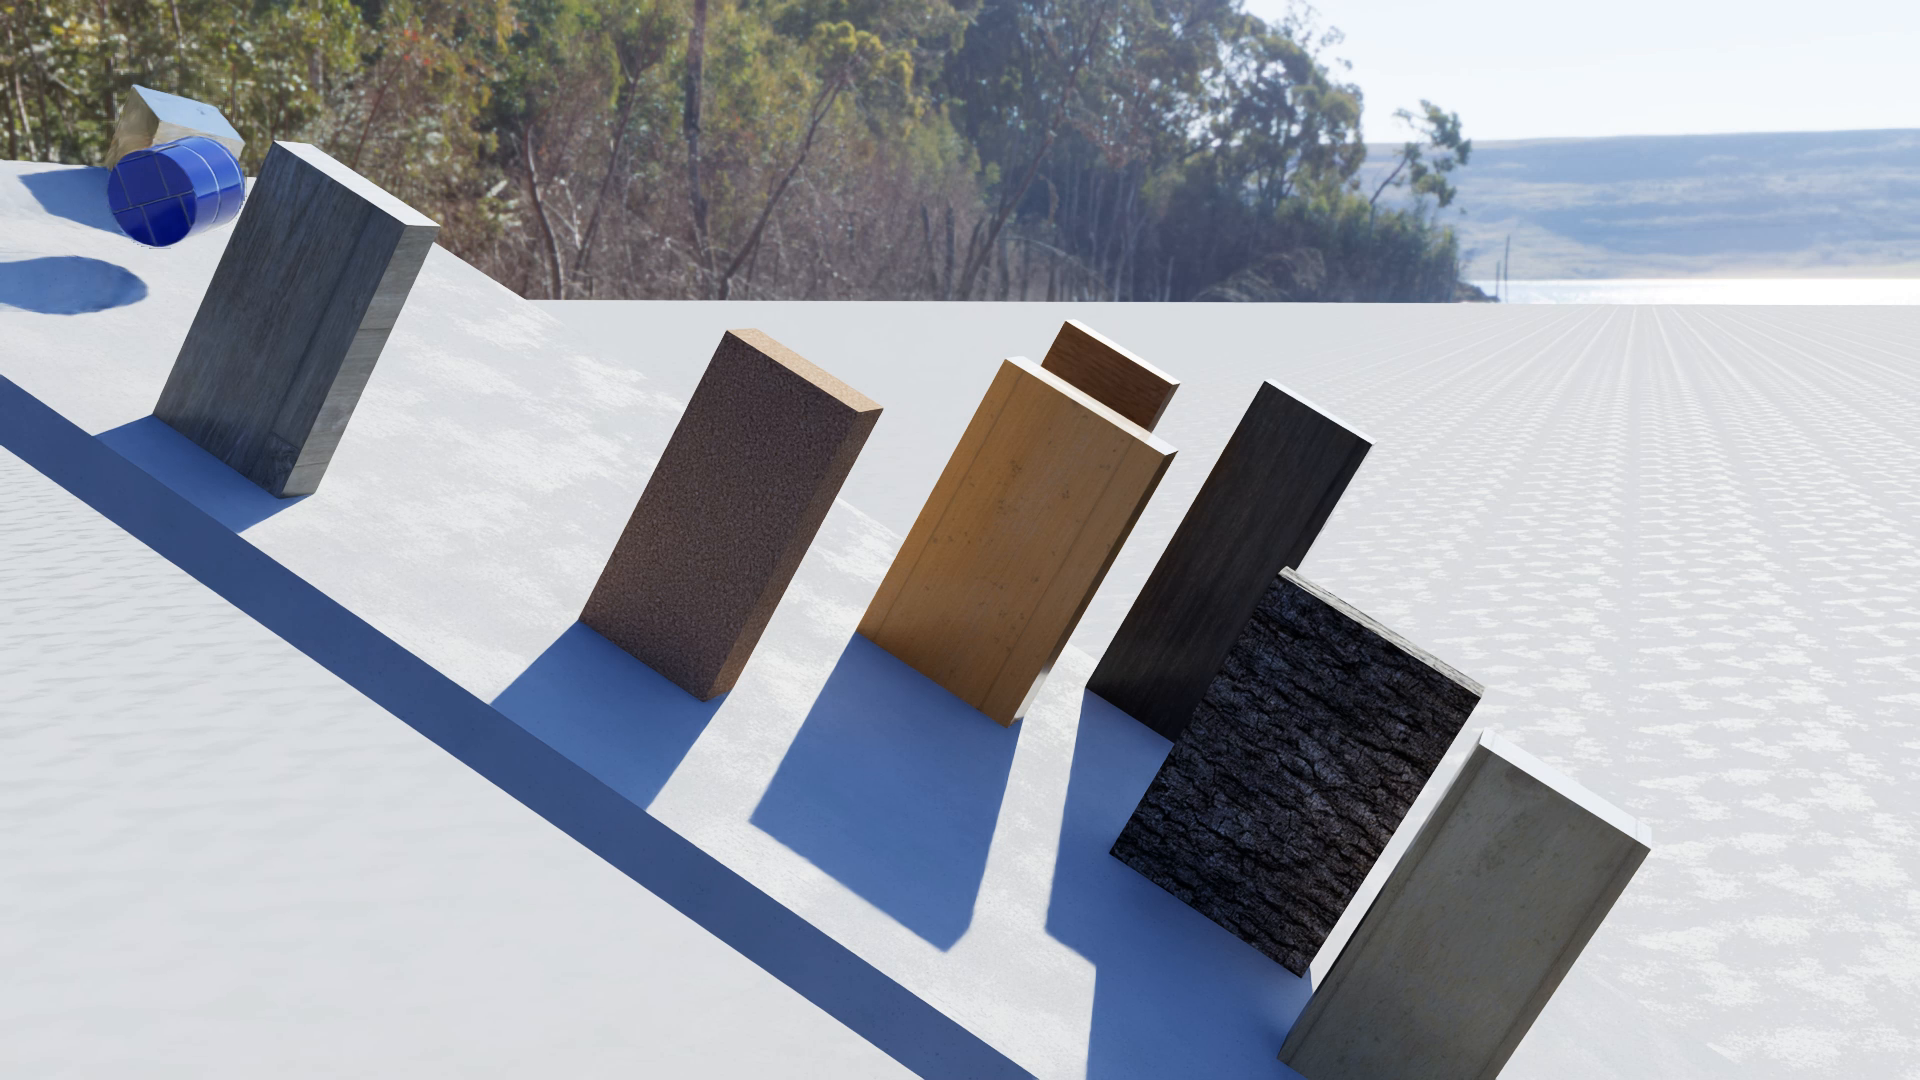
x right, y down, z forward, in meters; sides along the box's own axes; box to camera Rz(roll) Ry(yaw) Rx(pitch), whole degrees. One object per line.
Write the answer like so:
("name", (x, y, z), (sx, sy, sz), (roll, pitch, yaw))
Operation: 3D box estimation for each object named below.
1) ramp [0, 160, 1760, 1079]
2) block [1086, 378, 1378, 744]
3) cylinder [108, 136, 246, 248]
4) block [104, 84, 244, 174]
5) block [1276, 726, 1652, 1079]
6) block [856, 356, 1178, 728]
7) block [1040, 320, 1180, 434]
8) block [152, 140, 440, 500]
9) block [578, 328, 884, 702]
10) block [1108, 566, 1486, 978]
("ramp", (-0.191, 0.315, 4.131), (4.000, 0.100, 2.000), (32, 15, 11))
("block", (0.576, 0.056, 4.715), (0.261, 0.774, 0.091), (32, 15, 11))
("cylinder", (-1.472, -0.657, 4.137), (0.179, 0.179, 0.179), (2, 20, 13))
("block", (-1.642, -0.809, 4.593), (0.183, 0.183, 0.183), (9, 26, -45))
("block", (0.790, 0.638, 3.466), (0.295, 0.610, 0.131), (32, 15, 11))
("block", (0.108, 0.003, 4.305), (0.361, 0.623, 0.126), (32, 15, 11))
("block", (0.165, -0.084, 4.546), (0.255, 0.705, 0.084), (32, 15, 11))
("block", (-1.067, -0.351, 3.526), (0.267, 0.498, 0.102), (32, 15, 11))
("block", (-0.383, -0.042, 3.654), (0.260, 0.559, 0.125), (32, 15, 11))
("block", (0.591, 0.410, 3.889), (0.402, 0.598, 0.101), (32, 15, 11))
